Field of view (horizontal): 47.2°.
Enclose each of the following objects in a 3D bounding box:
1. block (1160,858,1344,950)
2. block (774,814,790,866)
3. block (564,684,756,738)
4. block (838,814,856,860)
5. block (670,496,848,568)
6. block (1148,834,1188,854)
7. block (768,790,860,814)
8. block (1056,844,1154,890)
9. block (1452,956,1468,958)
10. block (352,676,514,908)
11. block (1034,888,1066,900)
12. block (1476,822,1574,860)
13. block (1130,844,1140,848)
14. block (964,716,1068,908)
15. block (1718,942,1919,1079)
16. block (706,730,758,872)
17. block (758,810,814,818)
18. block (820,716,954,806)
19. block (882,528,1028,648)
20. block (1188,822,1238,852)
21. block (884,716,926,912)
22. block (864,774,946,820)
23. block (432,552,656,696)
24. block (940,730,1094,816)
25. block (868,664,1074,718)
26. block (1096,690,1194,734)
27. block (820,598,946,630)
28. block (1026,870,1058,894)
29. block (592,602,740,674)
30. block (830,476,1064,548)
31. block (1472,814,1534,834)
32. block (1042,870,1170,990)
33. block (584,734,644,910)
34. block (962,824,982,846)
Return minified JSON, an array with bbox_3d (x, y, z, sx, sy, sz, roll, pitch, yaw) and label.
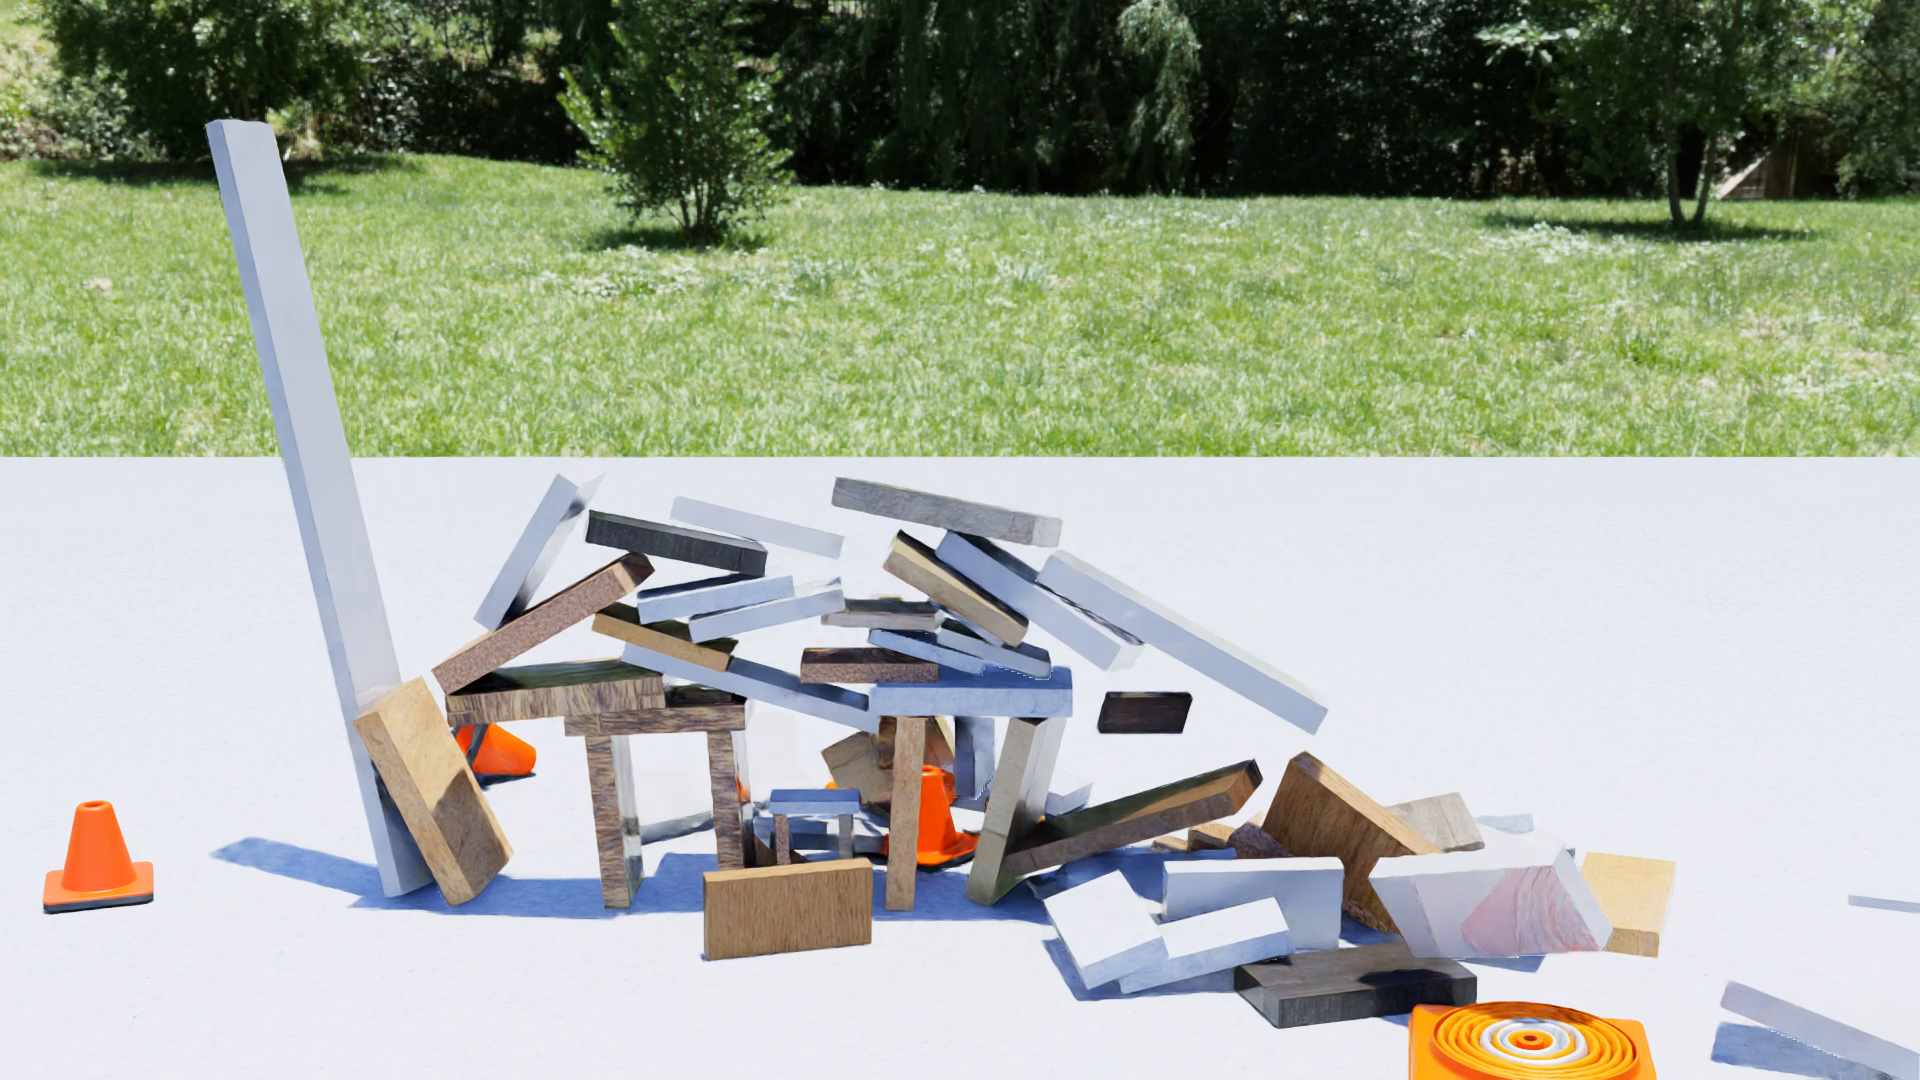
[{"bbox_3d":[0.452,0.566,3.411,0.275,0.137,0.039,-1,18,-4],"label":"block"},{"bbox_3d":[-0.295,0.517,3.658,0.021,0.148,0.074,-4,11,-7],"label":"block"},{"bbox_3d":[-0.490,0.277,3.604,0.292,0.041,0.146,-2,11,1],"label":"block"},{"bbox_3d":[-0.188,0.516,3.660,0.021,0.148,0.074,-1,11,1],"label":"block"},{"bbox_3d":[-0.334,-0.013,3.676,0.286,0.041,0.143,14,-6,1],"label":"block"},{"bbox_3d":[0.424,0.550,3.667,0.220,0.031,0.110,16,14,11],"label":"block"},{"bbox_3d":[-0.241,0.433,3.643,0.148,0.021,0.074,0,11,0],"label":"block"},{"bbox_3d":[0.280,0.552,3.588,0.221,0.031,0.110,15,40,28],"label":"block"},{"bbox_3d":[0.867,0.585,3.472,0.146,0.041,0.292,-11,6,28],"label":"block"},{"bbox_3d":[-0.869,0.415,3.649,0.049,0.347,0.174,-22,11,16],"label":"block"},{"bbox_3d":[0.172,0.584,3.663,0.094,0.013,0.047,0,11,-2],"label":"block"},{"bbox_3d":[0.852,0.530,3.575,0.157,0.044,0.314,-15,7,-13],"label":"block"},{"bbox_3d":[0.248,0.521,3.701,0.103,0.015,0.052,0,1,8],"label":"block"},{"bbox_3d":[0.096,0.429,3.638,0.046,0.327,0.163,19,17,19],"label":"block"},{"bbox_3d":[1.202,0.651,3.004,0.305,0.043,0.153,20,17,19],"label":"block"},{"bbox_3d":[-0.377,0.441,3.647,0.041,0.293,0.146,-4,7,3],"label":"block"},{"bbox_3d":[-0.321,0.510,4.062,0.095,0.014,0.048,-3,11,-17],"label":"block"},{"bbox_3d":[-0.126,0.388,4.007,0.246,0.123,0.035,-28,-3,25],"label":"block"},{"bbox_3d":[-0.005,0.076,3.492,0.248,0.035,0.124,31,15,-5],"label":"block"},{"bbox_3d":[0.492,0.526,3.683,0.220,0.031,0.110,16,14,1],"label":"block"},{"bbox_3d":[-0.090,0.429,3.637,0.046,0.327,0.163,4,10,-2],"label":"block"},{"bbox_3d":[-0.126,0.462,4.093,0.103,0.029,0.205,-41,33,-20],"label":"block"},{"bbox_3d":[-0.669,0.129,3.546,0.347,0.049,0.174,-29,7,11],"label":"block"},{"bbox_3d":[0.088,0.436,4.158,0.295,0.042,0.148,20,13,23],"label":"block"},{"bbox_3d":[0.020,0.245,3.600,0.327,0.046,0.163,1,11,1],"label":"block"},{"bbox_3d":[0.292,0.273,3.483,0.142,0.071,0.020,1,33,-20],"label":"block"},{"bbox_3d":[-0.124,0.120,3.572,0.189,0.027,0.095,2,10,10],"label":"block"},{"bbox_3d":[0.162,0.562,3.645,0.094,0.013,0.047,-12,15,-19],"label":"block"},{"bbox_3d":[-0.476,0.155,3.559,0.223,0.032,0.112,18,9,-1],"label":"block"},{"bbox_3d":[-0.019,-0.044,3.542,0.338,0.048,0.169,11,2,17],"label":"block"},{"bbox_3d":[0.897,0.510,3.892,0.214,0.030,0.107,-1,-8,-30],"label":"block"},{"bbox_3d":[0.218,0.587,3.334,0.130,0.037,0.259,-21,16,-5],"label":"block"},{"bbox_3d":[-0.570,0.445,3.638,0.041,0.292,0.146,-4,11,2],"label":"block"},{"bbox_3d":[0.083,0.534,3.909,0.078,0.022,0.157,-8,13,-38],"label":"block"}]
